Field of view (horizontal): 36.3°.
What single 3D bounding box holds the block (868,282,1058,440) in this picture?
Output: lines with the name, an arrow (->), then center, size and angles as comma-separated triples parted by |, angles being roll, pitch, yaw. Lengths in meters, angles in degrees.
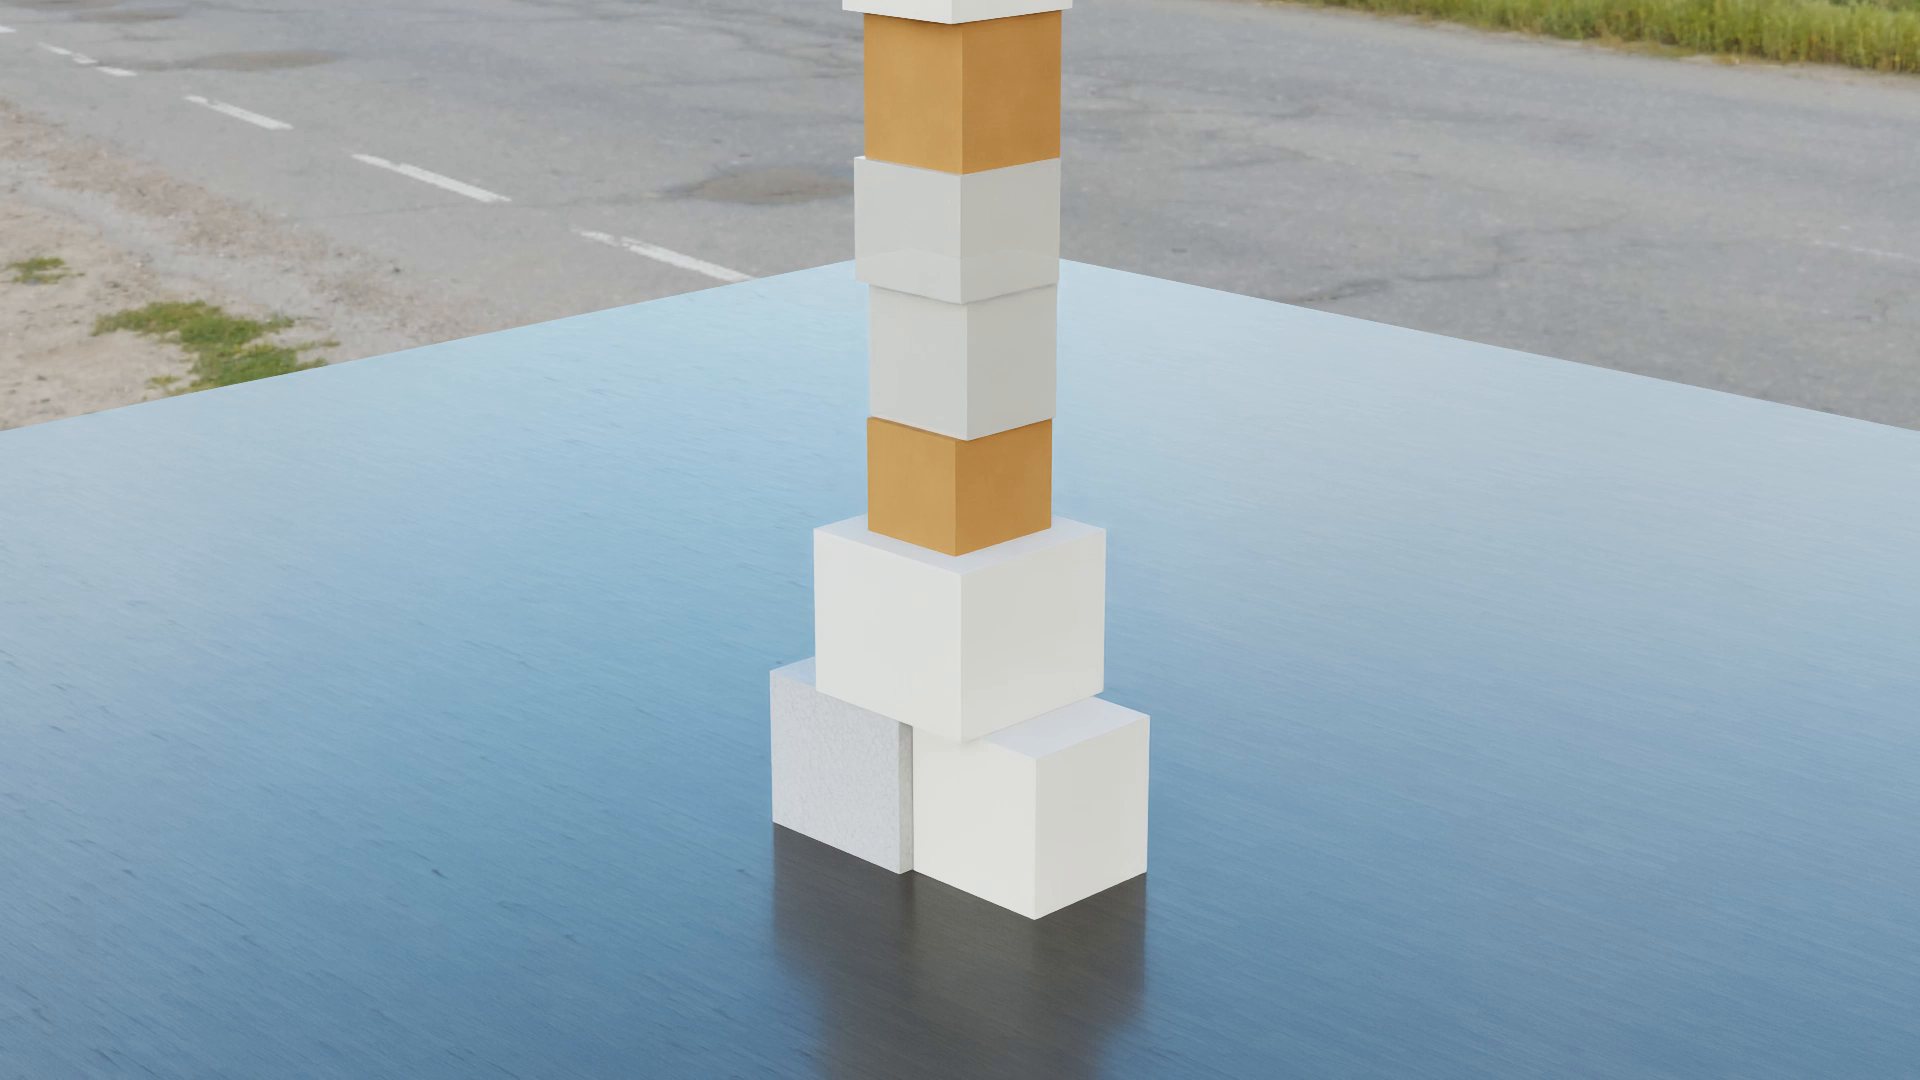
block -> 0.013, -0.854, 13.086 | 0.566, 0.623, 0.617 | -17, 24, -42

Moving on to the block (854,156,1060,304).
block -> -0.012, -1.406, 12.887 | 0.618, 0.550, 0.659 | -17, 24, -42

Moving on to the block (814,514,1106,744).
block -> -0.001, 0.324, 13.442 | 0.931, 0.785, 0.948 | -17, 24, -42

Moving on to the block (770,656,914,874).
block -> -0.279, 0.983, 13.937 | 0.873, 0.768, 0.877 | -17, 24, -42

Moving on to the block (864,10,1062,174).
block -> 0.011, -1.983, 12.730 | 0.605, 0.646, 0.601 | -17, 24, -42

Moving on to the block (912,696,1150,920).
block -> 0.323, 1.157, 13.386 | 0.747, 0.766, 0.770 | -17, 24, -42

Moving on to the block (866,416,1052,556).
block -> -0.001, -0.301, 13.246 | 0.616, 0.527, 0.562 | -17, 24, -42

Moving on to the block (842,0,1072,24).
block -> -0.010, -2.649, 12.499 | 0.734, 0.765, 0.662 | -17, 24, -42
